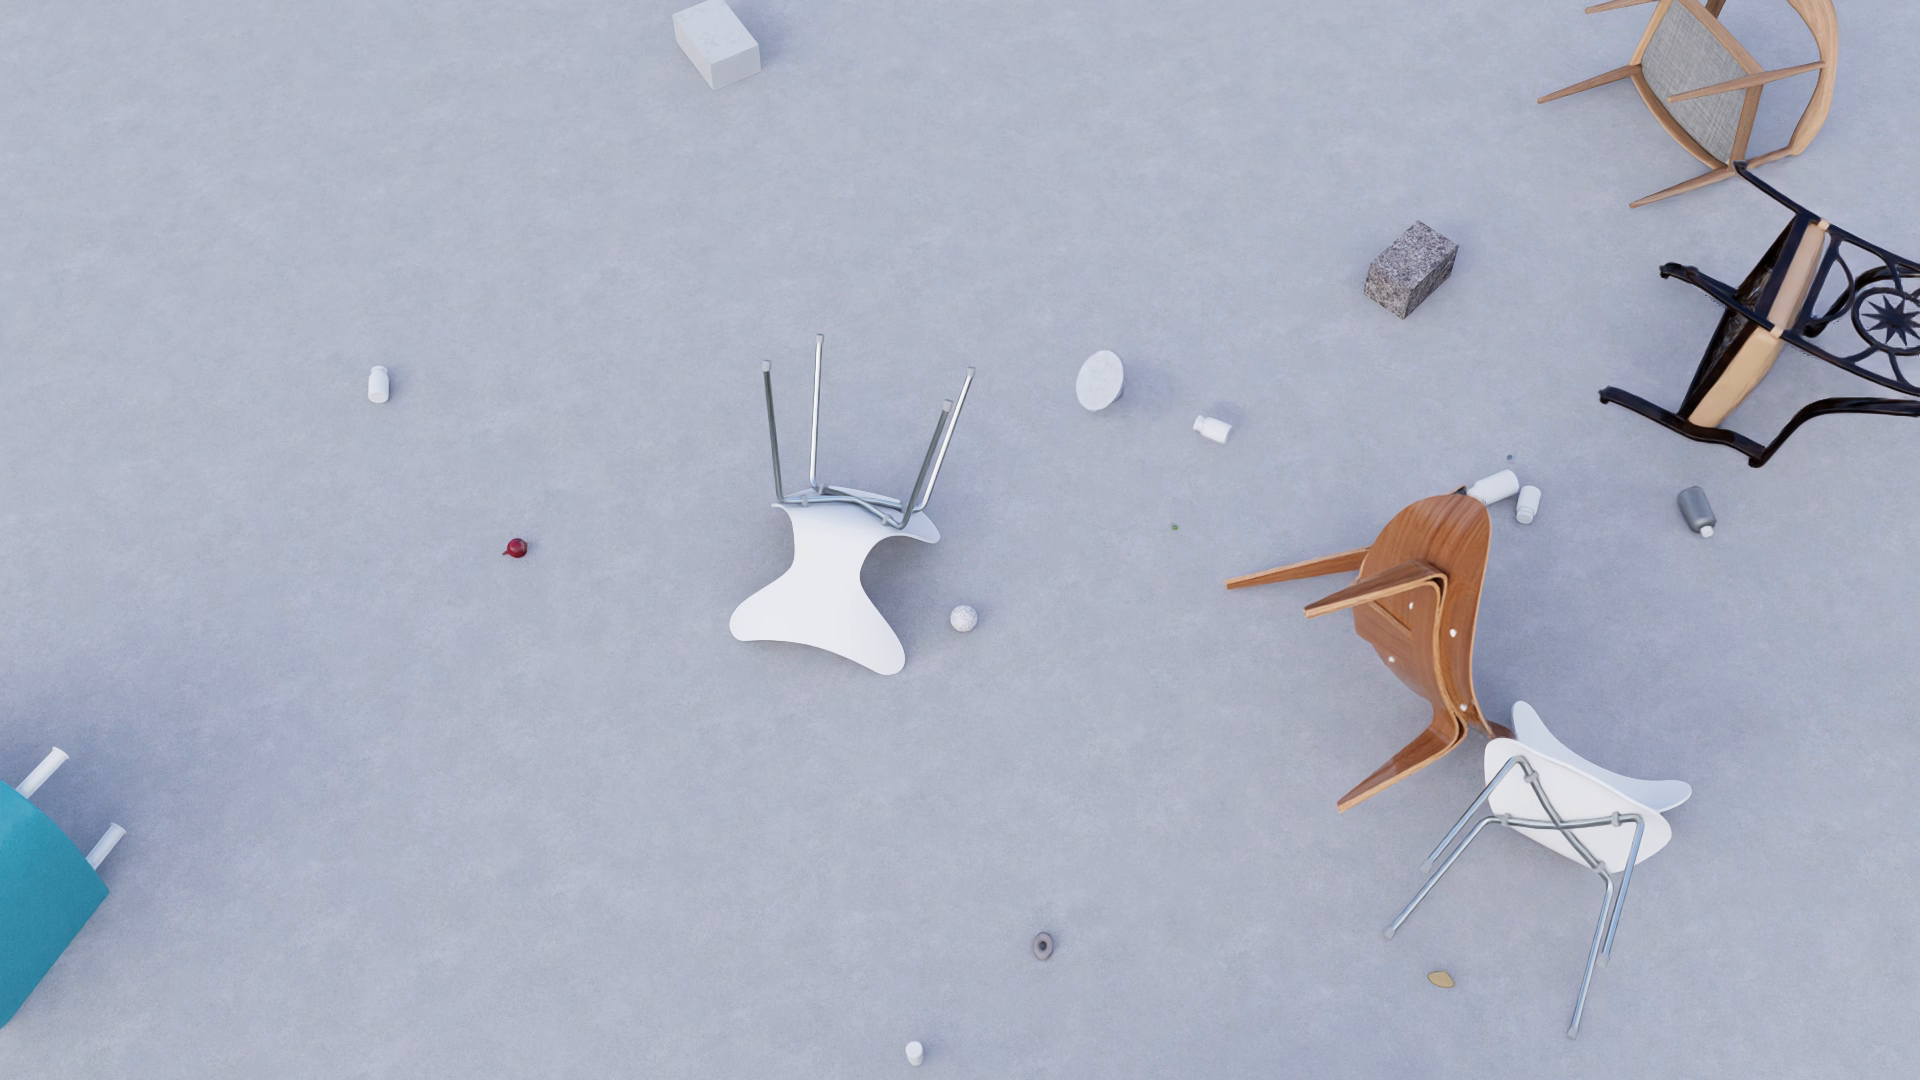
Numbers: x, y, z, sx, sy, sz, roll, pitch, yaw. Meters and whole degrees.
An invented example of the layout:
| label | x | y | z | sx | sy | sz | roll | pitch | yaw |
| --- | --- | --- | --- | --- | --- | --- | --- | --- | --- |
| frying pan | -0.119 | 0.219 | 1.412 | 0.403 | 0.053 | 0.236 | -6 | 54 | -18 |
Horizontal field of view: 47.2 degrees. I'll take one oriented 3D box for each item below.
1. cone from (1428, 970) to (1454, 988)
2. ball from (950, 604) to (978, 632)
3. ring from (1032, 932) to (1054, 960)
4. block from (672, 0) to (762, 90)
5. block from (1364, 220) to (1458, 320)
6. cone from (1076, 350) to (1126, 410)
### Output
| label | x | y | z | sx | sy | sz | roll | pitch | yaw |
| --- | --- | --- | --- | --- | --- | --- | --- | --- | --- |
| cone | 1.268 | 1.143 | 5.771 | 0.074 | 0.060 | 0.042 | 18 | 58 | 12 |
| ball | 0.011 | 0.227 | 6.374 | 0.080 | 0.080 | 0.080 | 0 | 56 | 0 |
| ring | 0.221 | 1.077 | 5.835 | 0.055 | 0.027 | 0.078 | 5 | 55 | 1 |
| block | -0.847 | -1.732 | 7.662 | 0.187 | 0.123 | 0.286 | -27 | 60 | -17 |
| block | 1.449 | -0.869 | 7.069 | 0.162 | 0.146 | 0.255 | 38 | 64 | 22 |
| cone | 0.476 | -0.480 | 6.850 | 0.208 | 0.117 | 0.193 | 26 | 97 | 51 |
